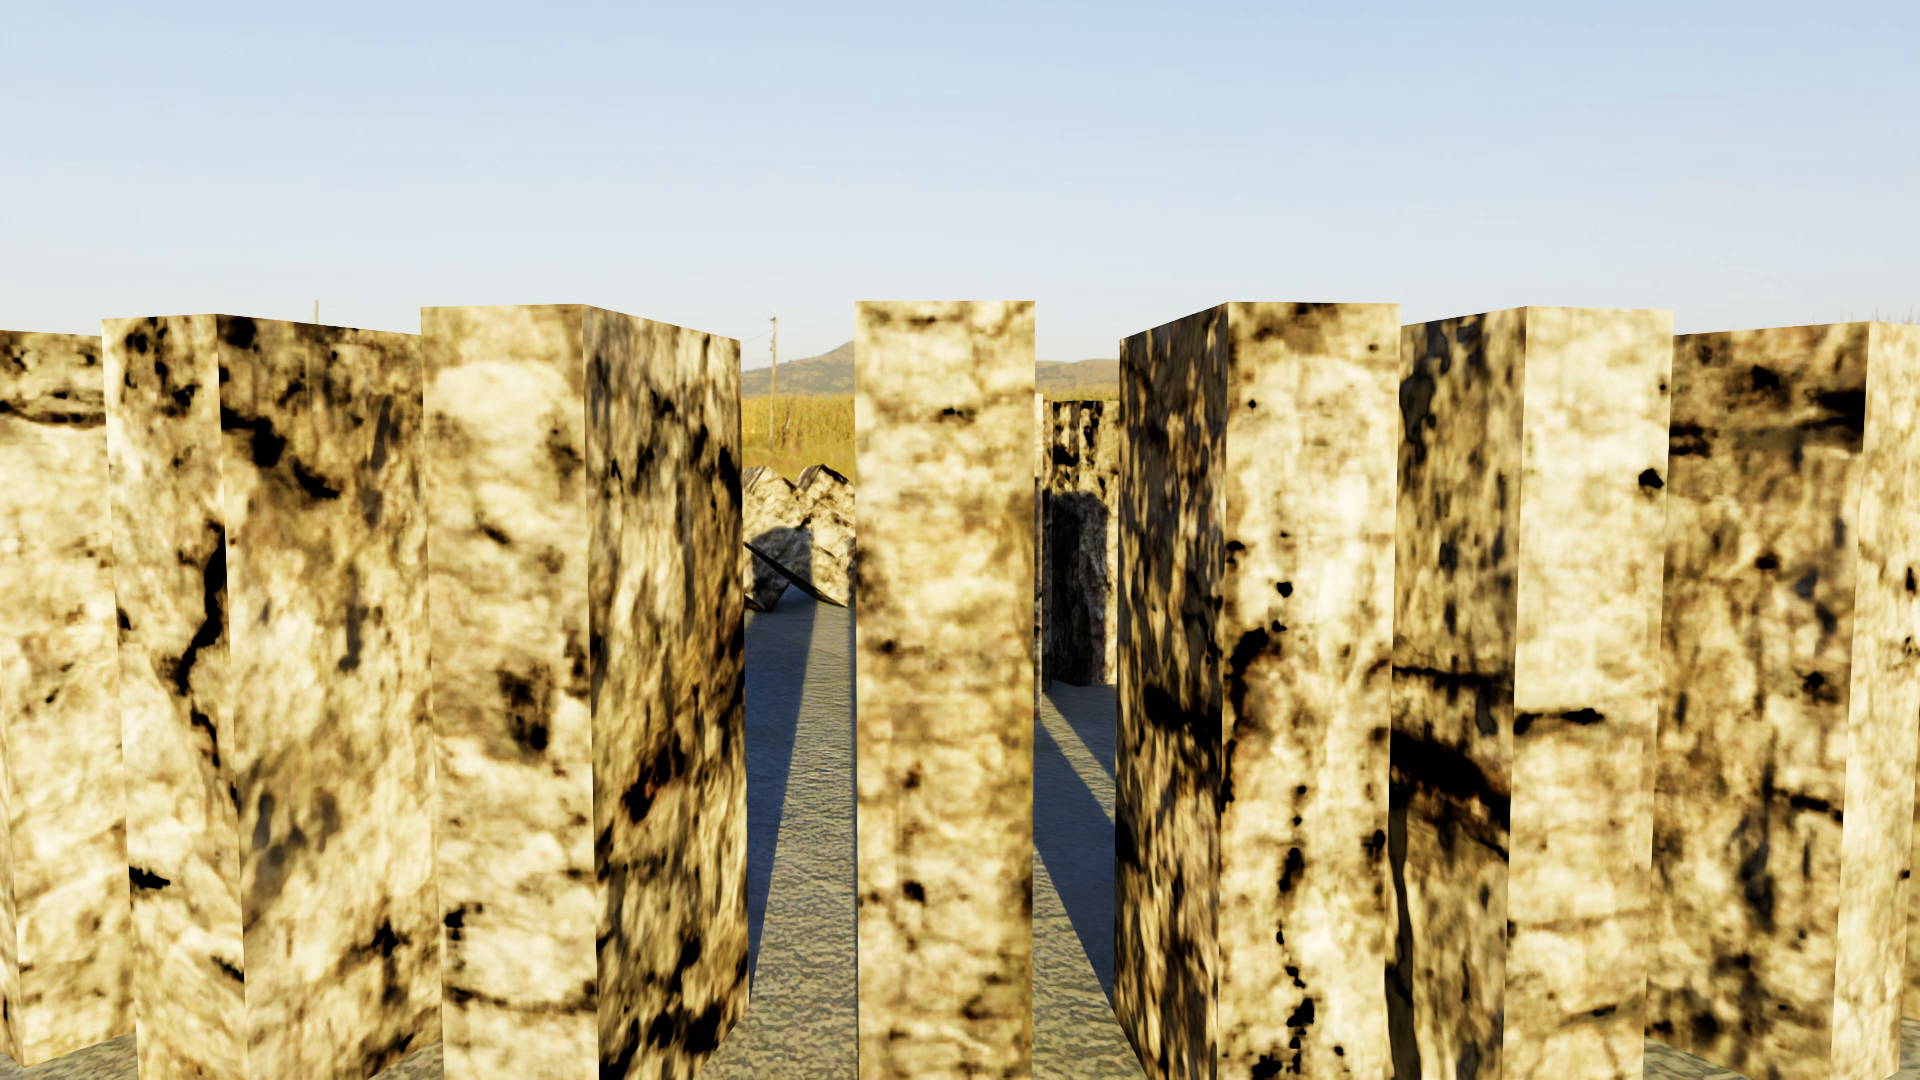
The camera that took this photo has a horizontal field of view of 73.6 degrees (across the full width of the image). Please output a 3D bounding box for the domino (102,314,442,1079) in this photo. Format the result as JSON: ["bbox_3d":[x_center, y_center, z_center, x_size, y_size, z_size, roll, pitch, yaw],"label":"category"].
[{"bbox_3d":[-0.043,0.011,0.089,0.009,0.050,0.025,2,5,21],"label":"domino"}]

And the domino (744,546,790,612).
[{"bbox_3d":[-0.069,-0.001,0.324,0.050,0.010,0.025,41,-17,-27],"label":"domino"}]

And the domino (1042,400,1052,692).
[{"bbox_3d":[0.003,0.001,0.223,0.025,0.050,0.010,2,5,27],"label":"domino"}]

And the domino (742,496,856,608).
[{"bbox_3d":[-0.051,0.000,0.336,0.050,0.009,0.025,35,-12,-24],"label":"domino"}]

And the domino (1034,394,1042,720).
[{"bbox_3d":[0.000,0.002,0.201,0.025,0.050,0.010,0,4,0],"label":"domino"}]

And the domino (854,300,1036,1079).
[{"bbox_3d":[-0.001,0.011,0.082,0.009,0.050,0.025,0,4,1],"label":"domino"}]

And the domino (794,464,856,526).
[{"bbox_3d":[-0.022,-0.002,0.352,0.050,0.009,0.025,34,-10,-17],"label":"domino"}]

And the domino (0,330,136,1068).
[{"bbox_3d":[-0.061,0.010,0.099,0.009,0.050,0.025,3,5,35],"label":"domino"}]

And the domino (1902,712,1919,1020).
[{"bbox_3d":[0.067,0.010,0.104,0.009,0.050,0.025,-4,6,-42],"label":"domino"}]

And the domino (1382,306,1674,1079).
[{"bbox_3d":[0.033,0.011,0.085,0.010,0.050,0.025,-1,4,-13],"label":"domino"}]

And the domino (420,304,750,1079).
[{"bbox_3d":[-0.023,0.011,0.084,0.010,0.050,0.025,1,4,10],"label":"domino"}]

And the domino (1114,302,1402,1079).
[{"bbox_3d":[0.018,0.011,0.083,0.009,0.050,0.025,0,4,-6],"label":"domino"}]

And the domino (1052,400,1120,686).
[{"bbox_3d":[0.019,0.000,0.236,0.010,0.050,0.025,-2,5,-27],"label":"domino"}]

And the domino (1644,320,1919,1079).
[{"bbox_3d":[0.053,0.011,0.093,0.010,0.050,0.025,-3,5,-31],"label":"domino"}]

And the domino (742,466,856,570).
[{"bbox_3d":[-0.037,-0.002,0.344,0.050,0.010,0.025,35,-12,-21],"label":"domino"}]
